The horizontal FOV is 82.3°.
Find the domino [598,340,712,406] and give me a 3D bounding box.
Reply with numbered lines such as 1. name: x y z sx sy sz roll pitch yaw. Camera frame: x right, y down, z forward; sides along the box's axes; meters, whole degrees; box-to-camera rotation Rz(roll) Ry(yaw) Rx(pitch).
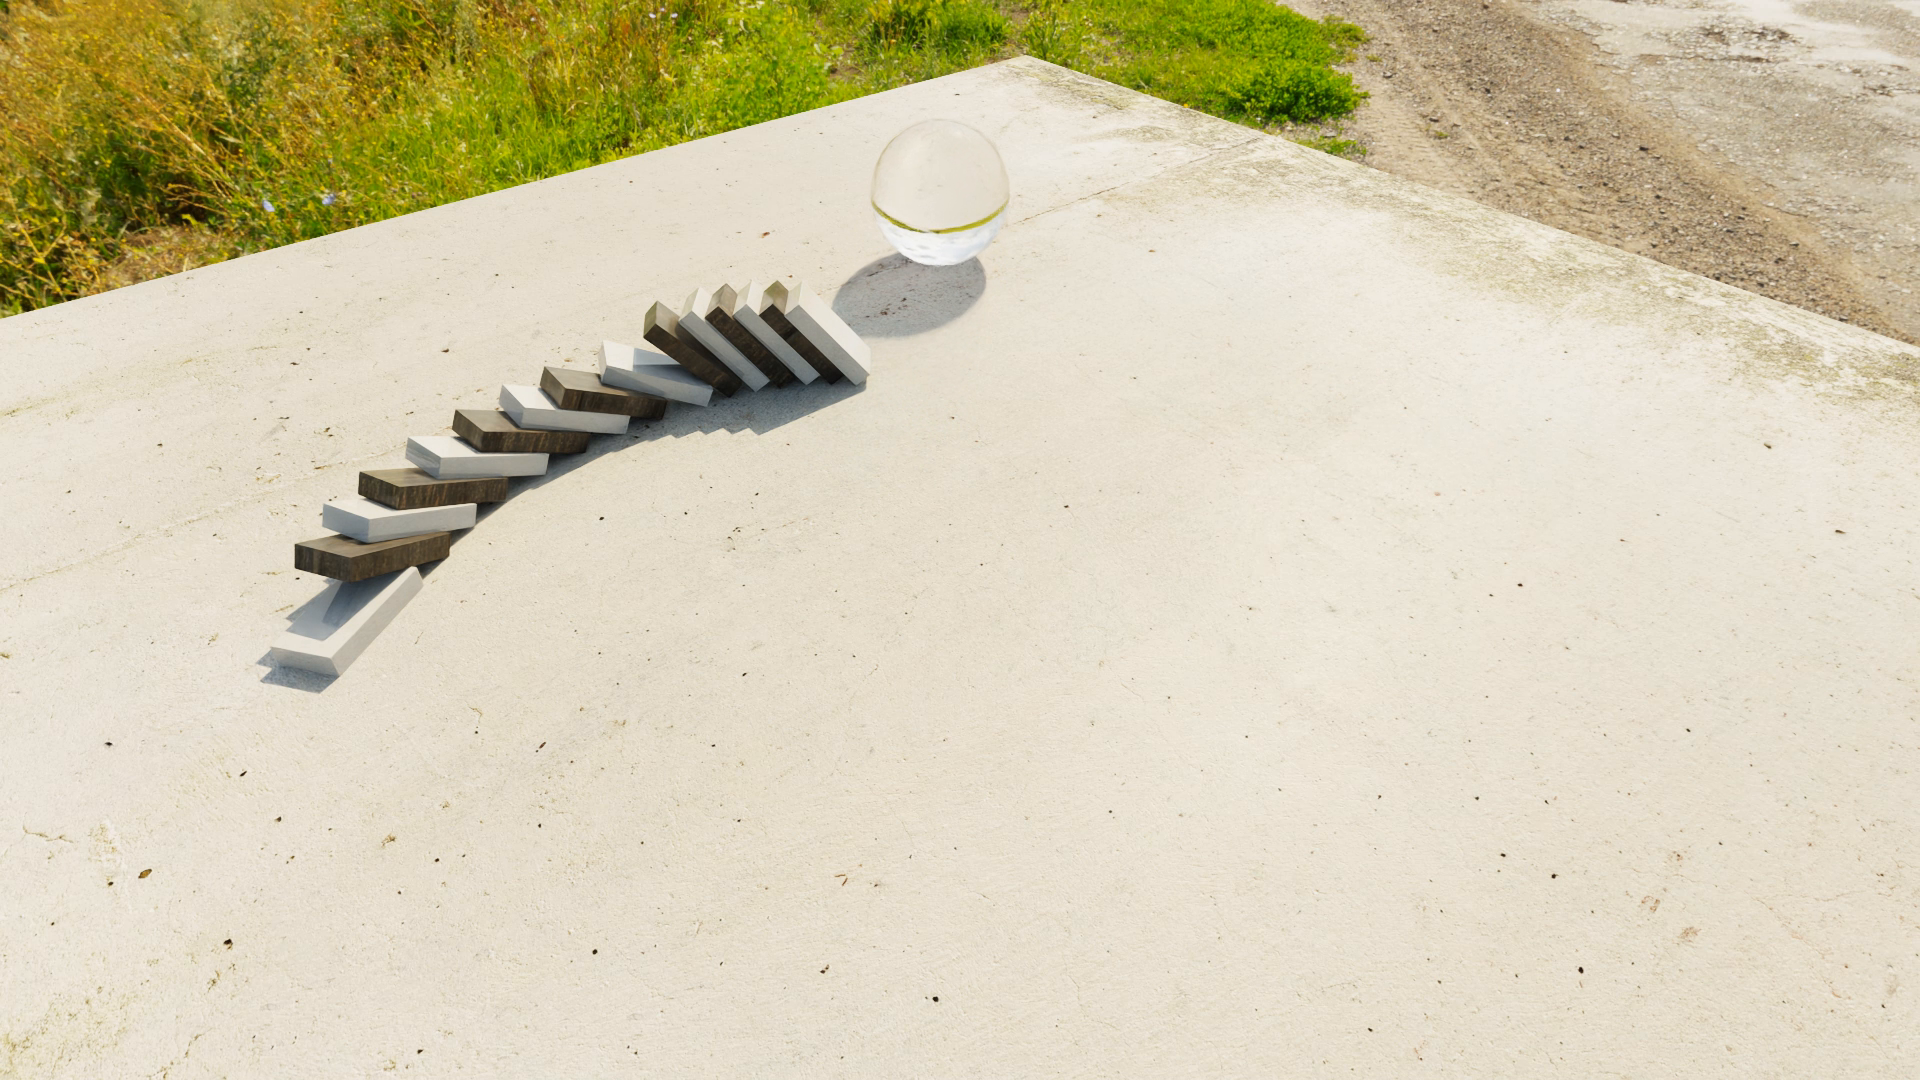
1. domino: -0.145 -0.079 0.524 0.050 0.010 0.025 11 32 -30

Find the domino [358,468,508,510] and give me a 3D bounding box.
1. domino: -0.216 -0.022 0.452 0.025 0.009 0.050 17 15 26

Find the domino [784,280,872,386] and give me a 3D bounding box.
1. domino: -0.064 -0.101 0.539 0.009 0.050 0.025 -33 33 22

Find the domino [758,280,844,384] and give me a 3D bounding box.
1. domino: -0.076 -0.102 0.540 0.009 0.050 0.025 -33 33 22

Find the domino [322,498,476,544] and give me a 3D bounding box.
1. domino: -0.222 -0.010 0.437 0.025 0.010 0.050 16 14 21

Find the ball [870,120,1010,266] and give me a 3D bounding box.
1. ball: -0.011 -0.198 0.629 0.080 0.080 0.080 0 39 0

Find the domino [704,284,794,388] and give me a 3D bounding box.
1. domino: -0.101 -0.099 0.536 0.009 0.050 0.025 -33 32 22

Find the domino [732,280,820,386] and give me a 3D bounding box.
1. domino: -0.088 -0.101 0.539 0.009 0.050 0.025 -33 33 22

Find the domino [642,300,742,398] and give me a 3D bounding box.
1. domino: -0.128 -0.091 0.528 0.009 0.050 0.025 -42 34 19

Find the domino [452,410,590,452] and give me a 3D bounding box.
1. domino: -0.193 -0.048 0.485 0.025 0.009 0.050 31 22 32

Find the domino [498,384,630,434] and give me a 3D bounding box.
1. domino: -0.179 -0.059 0.499 0.050 0.009 0.025 -1 30 -46

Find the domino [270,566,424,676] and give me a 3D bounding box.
1. domino: -0.227 0.028 0.409 0.025 0.009 0.050 9 40 10

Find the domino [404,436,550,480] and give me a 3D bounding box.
1. domino: -0.205 -0.036 0.470 0.025 0.009 0.050 26 19 29

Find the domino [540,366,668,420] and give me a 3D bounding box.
1. domino: -0.164 -0.068 0.507 0.050 0.010 0.025 2 28 -45

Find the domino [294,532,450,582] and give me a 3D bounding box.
1. domino: -0.224 0.004 0.421 0.025 0.009 0.050 12 13 14

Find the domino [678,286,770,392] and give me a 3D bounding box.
1. domino: -0.113 -0.097 0.535 0.009 0.050 0.025 -33 33 22
